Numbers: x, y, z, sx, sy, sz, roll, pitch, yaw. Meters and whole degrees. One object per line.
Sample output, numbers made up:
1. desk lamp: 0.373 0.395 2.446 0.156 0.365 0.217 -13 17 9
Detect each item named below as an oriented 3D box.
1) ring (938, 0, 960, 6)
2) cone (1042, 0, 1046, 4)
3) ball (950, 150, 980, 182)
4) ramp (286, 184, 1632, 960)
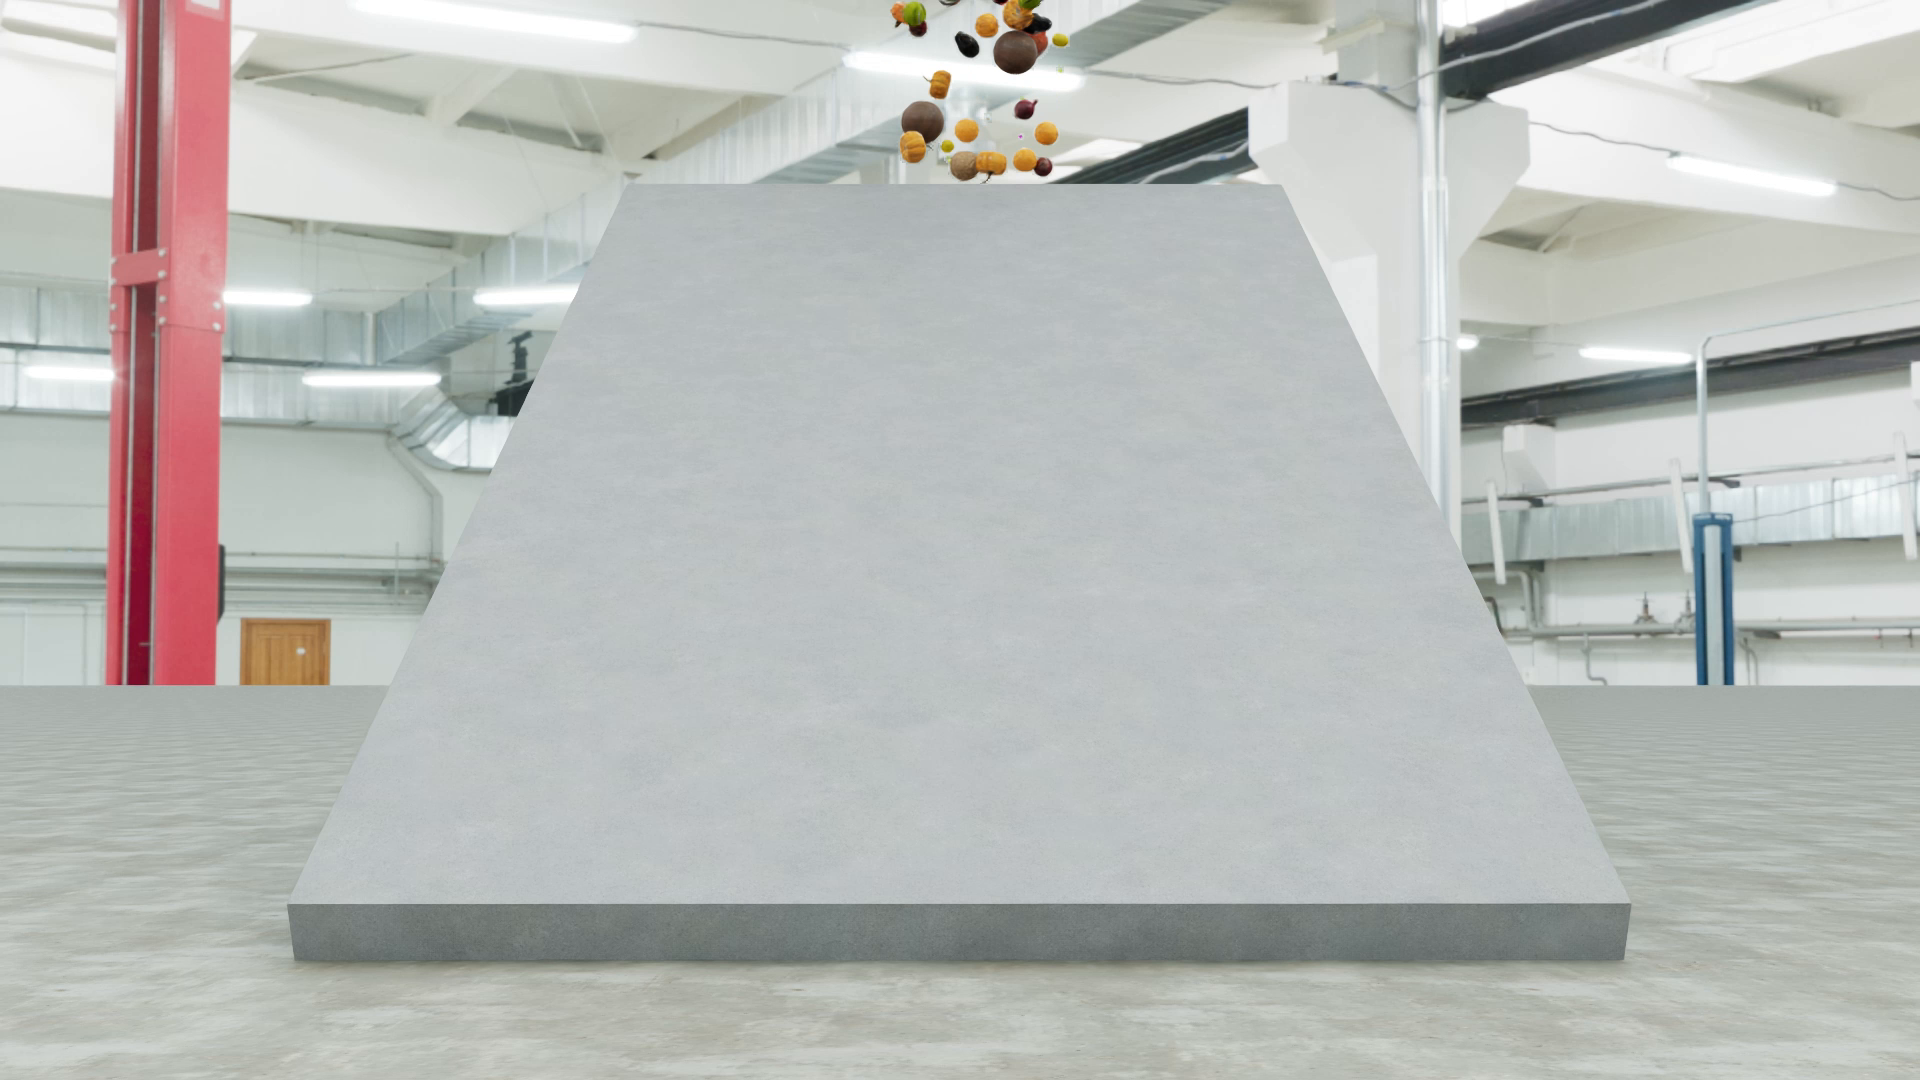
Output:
1. ring: -0.027 -1.608 6.851 0.083 0.028 0.083 -12 -41 -11
2. cone: 0.231 -1.609 6.831 0.083 0.083 0.083 -25 -17 -8
3. ball: 0.013 -1.073 6.673 0.088 0.088 0.088 0 -3 0
4. ramp: -0.008 -0.228 5.307 2.000 0.100 4.000 0 24 0
